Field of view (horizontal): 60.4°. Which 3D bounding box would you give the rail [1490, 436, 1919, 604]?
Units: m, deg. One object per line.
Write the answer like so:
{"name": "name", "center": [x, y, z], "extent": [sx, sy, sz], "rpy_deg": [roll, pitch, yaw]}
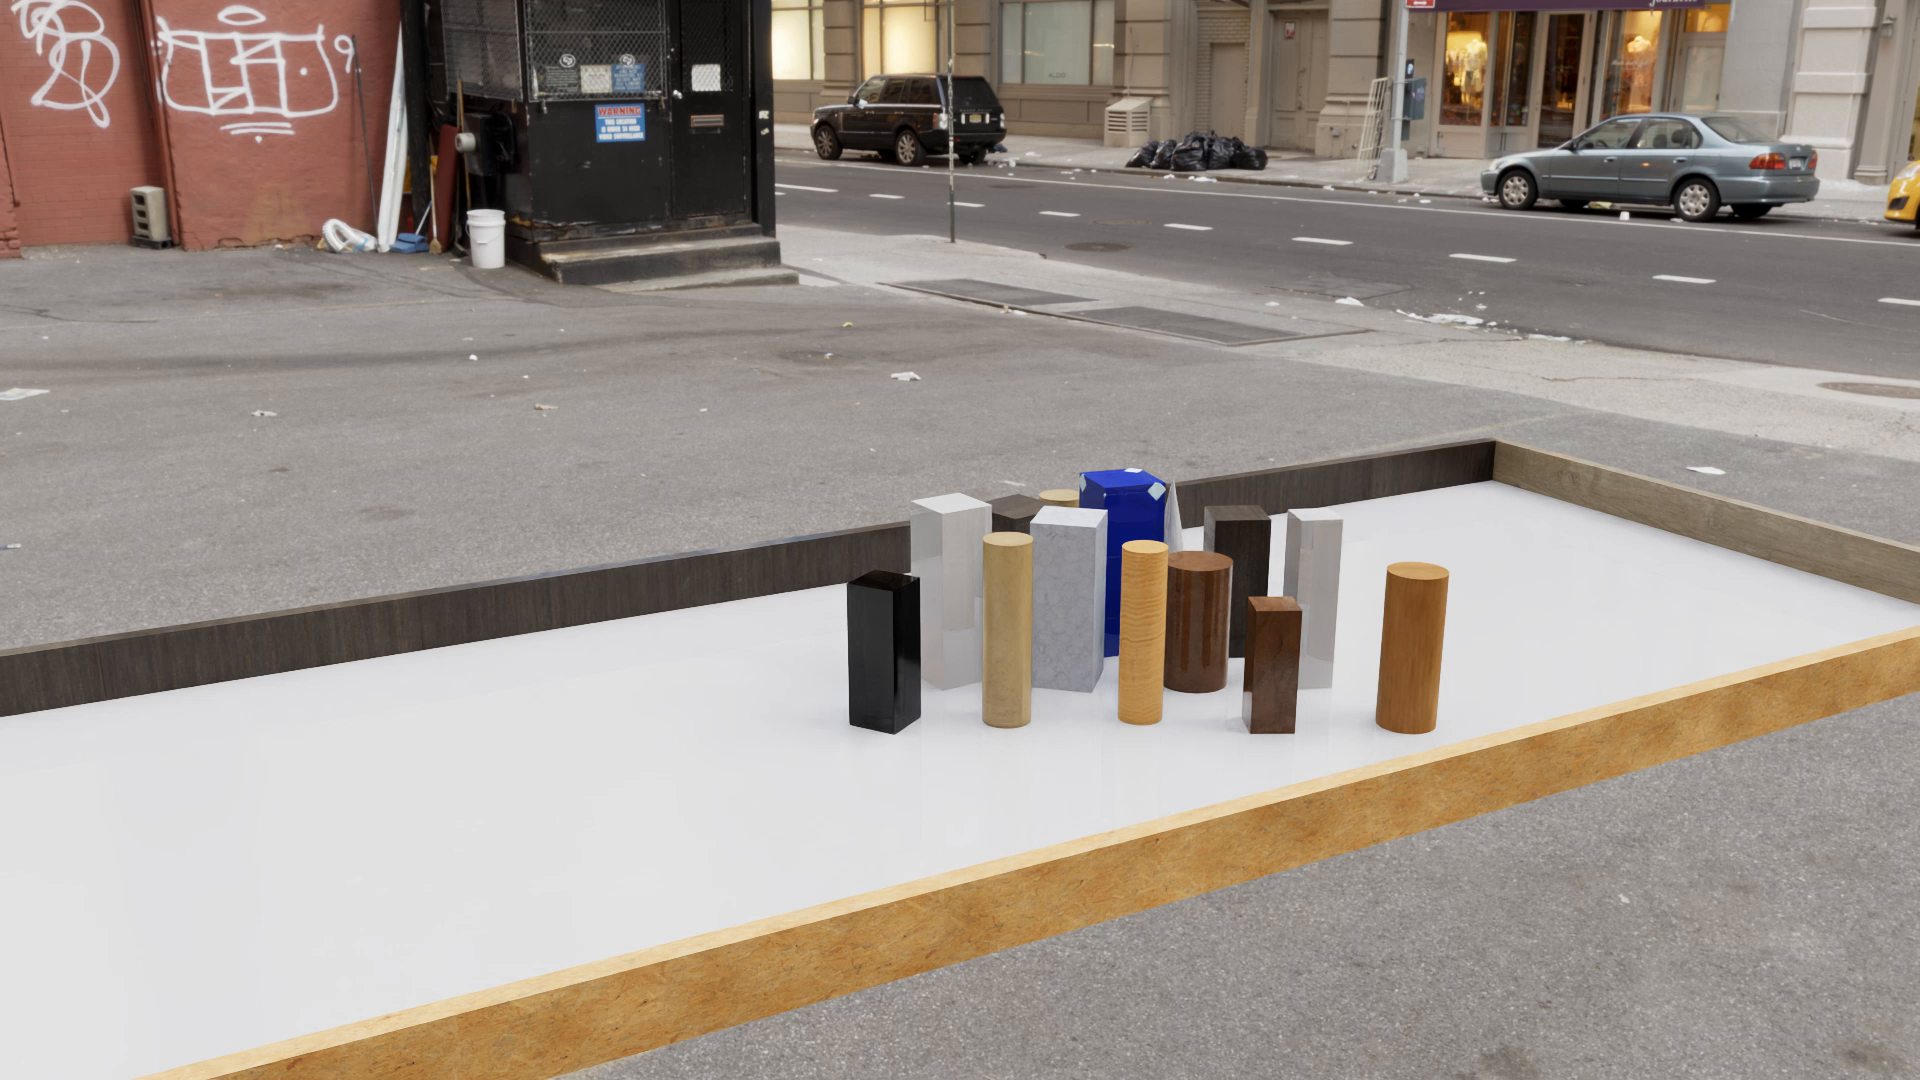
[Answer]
{"name": "rail", "center": [2.466, -0.048, 5.253], "extent": [0.050, 0.150, 2.100], "rpy_deg": [-9, 18, -27]}

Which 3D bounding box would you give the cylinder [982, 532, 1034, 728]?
{"name": "cylinder", "center": [0.110, 0.211, 3.847], "extent": [0.117, 0.446, 0.117], "rpy_deg": [0, 16, 0]}

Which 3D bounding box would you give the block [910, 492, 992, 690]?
{"name": "block", "center": [-0.022, 0.127, 4.116], "extent": [0.144, 0.455, 0.144], "rpy_deg": [-11, 19, -32]}

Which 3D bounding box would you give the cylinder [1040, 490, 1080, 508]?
{"name": "cylinder", "center": [0.282, 0.039, 4.618], "extent": [0.125, 0.341, 0.125], "rpy_deg": [0, 16, 0]}

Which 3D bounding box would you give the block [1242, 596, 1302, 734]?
{"name": "block", "center": [0.723, 0.291, 3.832], "extent": [0.104, 0.301, 0.104], "rpy_deg": [0, 16, -1]}

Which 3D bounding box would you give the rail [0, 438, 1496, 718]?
{"name": "rail", "center": [-3.305, 0.497, 3.399], "extent": [12.000, 0.150, 0.050], "rpy_deg": [-9, 18, -27]}

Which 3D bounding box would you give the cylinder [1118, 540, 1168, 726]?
{"name": "cylinder", "center": [0.428, 0.218, 3.864], "extent": [0.107, 0.423, 0.107], "rpy_deg": [0, 16, 0]}

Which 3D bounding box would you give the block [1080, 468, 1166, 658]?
{"name": "block", "center": [0.421, 0.058, 4.343], "extent": [0.169, 0.459, 0.169], "rpy_deg": [-5, 17, -17]}

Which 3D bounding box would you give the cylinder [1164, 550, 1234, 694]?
{"name": "cylinder", "center": [0.585, 0.202, 4.104], "extent": [0.173, 0.317, 0.173], "rpy_deg": [0, 16, 0]}

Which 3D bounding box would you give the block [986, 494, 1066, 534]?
{"name": "block", "center": [0.147, 0.098, 4.335], "extent": [0.178, 0.387, 0.178], "rpy_deg": [-14, 21, -40]}

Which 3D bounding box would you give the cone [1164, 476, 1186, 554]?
{"name": "cone", "center": [0.583, 0.018, 4.568], "extent": [0.156, 0.410, 0.156], "rpy_deg": [0, 16, 0]}

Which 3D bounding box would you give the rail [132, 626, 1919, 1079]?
{"name": "rail", "center": [-2.336, 1.006, 1.665], "extent": [12.000, 0.150, 0.050], "rpy_deg": [-9, 18, -27]}

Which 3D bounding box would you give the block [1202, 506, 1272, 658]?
{"name": "block", "center": [0.719, 0.108, 4.324], "extent": [0.144, 0.373, 0.144], "rpy_deg": [-1, 16, -3]}

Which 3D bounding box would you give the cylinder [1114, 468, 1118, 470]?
{"name": "cylinder", "center": [0.460, -0.035, 4.879], "extent": [0.102, 0.335, 0.102], "rpy_deg": [0, 16, 0]}

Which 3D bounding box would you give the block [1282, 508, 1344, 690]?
{"name": "block", "center": [0.866, 0.146, 4.083], "extent": [0.104, 0.436, 0.104], "rpy_deg": [-2, 17, -8]}

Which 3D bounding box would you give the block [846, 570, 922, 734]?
{"name": "block", "center": [-0.176, 0.260, 3.850], "extent": [0.124, 0.349, 0.124], "rpy_deg": [9, 19, 28]}

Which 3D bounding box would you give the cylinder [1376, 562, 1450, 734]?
{"name": "cylinder", "center": [1.050, 0.250, 3.835], "extent": [0.139, 0.377, 0.139], "rpy_deg": [0, 16, 0]}

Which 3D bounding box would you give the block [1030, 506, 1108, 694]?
{"name": "block", "center": [0.268, 0.146, 4.104], "extent": [0.162, 0.425, 0.162], "rpy_deg": [4, 17, 14]}
